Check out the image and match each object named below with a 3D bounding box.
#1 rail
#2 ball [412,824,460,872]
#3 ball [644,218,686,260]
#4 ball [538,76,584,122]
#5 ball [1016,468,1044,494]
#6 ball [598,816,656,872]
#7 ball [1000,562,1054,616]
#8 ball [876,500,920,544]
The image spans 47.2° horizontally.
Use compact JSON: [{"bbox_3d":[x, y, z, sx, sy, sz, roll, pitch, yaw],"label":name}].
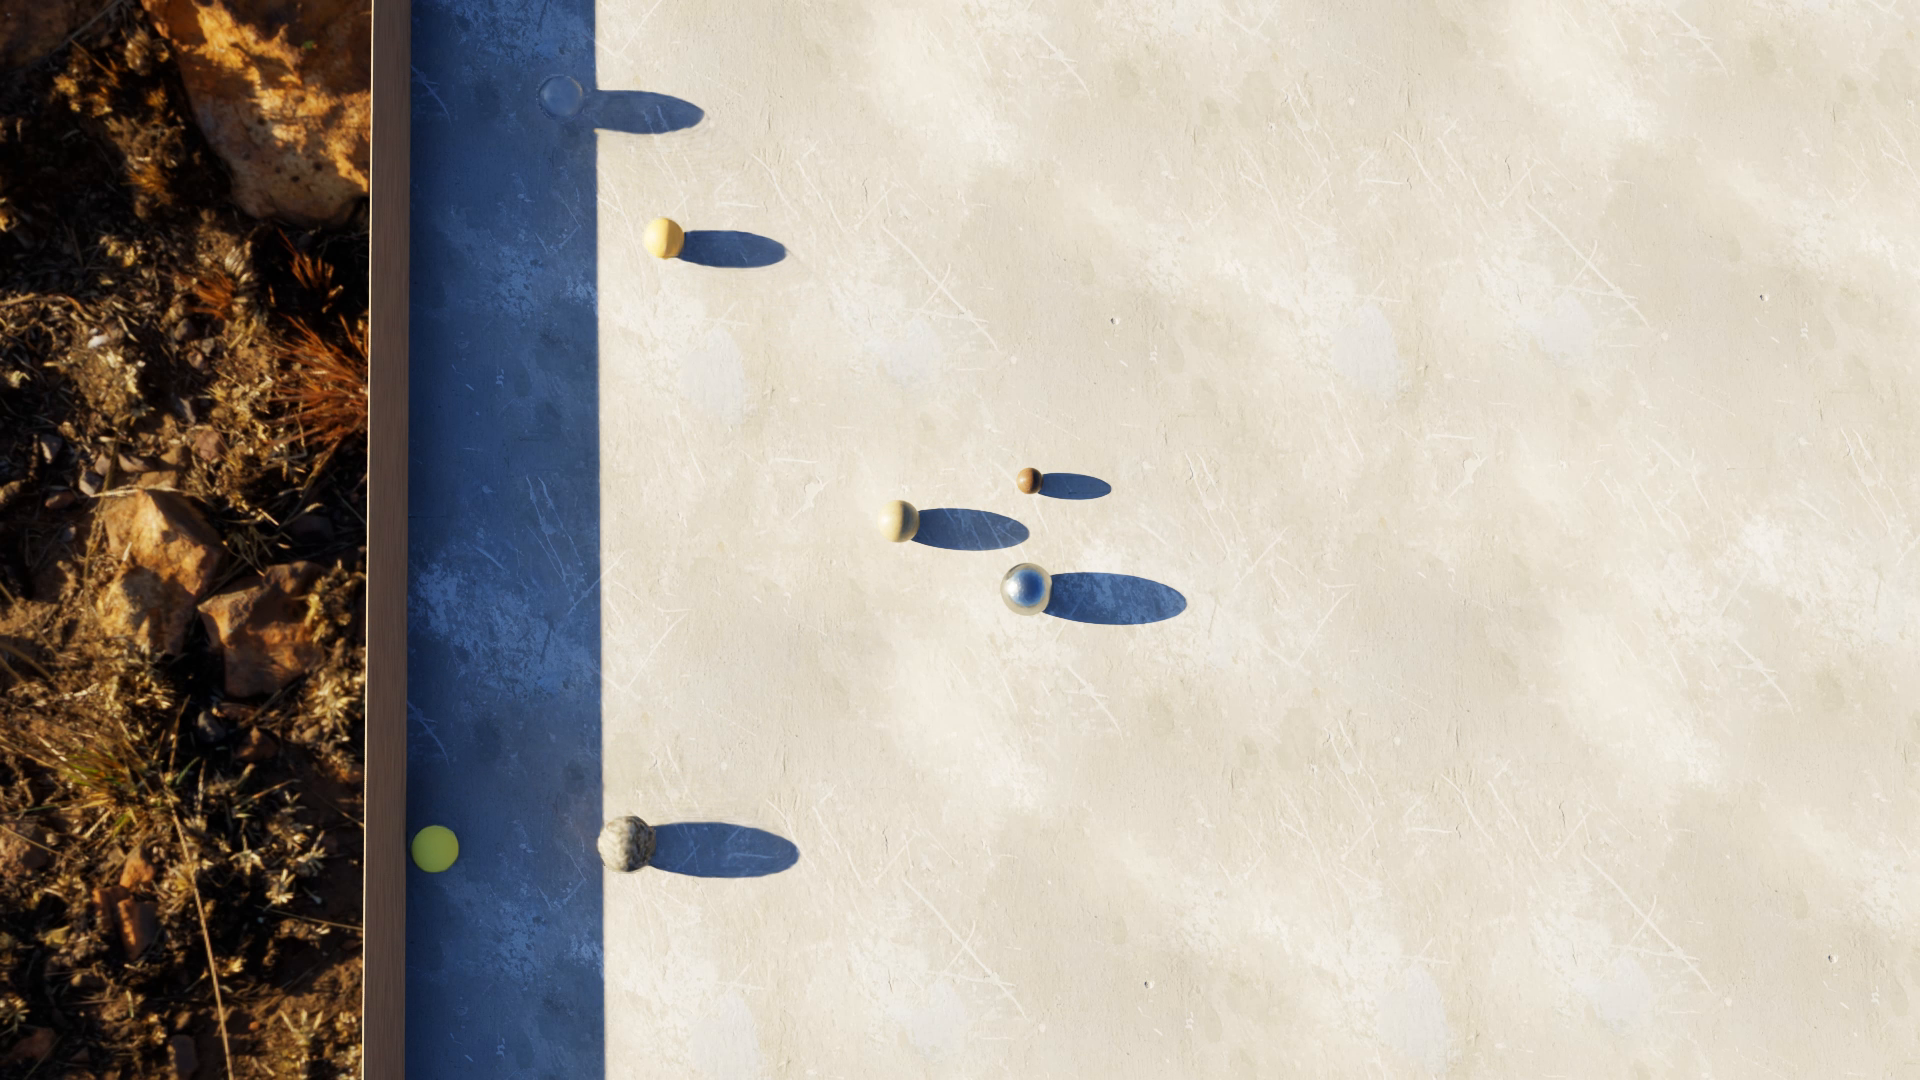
[{"bbox_3d":[-0.841,0.027,3.258,0.045,0.107,1.962,-2,80,0],"label":"rail"},{"bbox_3d":[-0.765,0.449,3.205,0.068,0.068,0.068,0,80,0],"label":"ball"},{"bbox_3d":[-0.452,-0.461,3.367,0.062,0.062,0.062,0,80,0],"label":"ball"},{"bbox_3d":[-0.616,-0.682,3.401,0.072,0.072,0.072,0,80,0],"label":"ball"},{"bbox_3d":[0.105,-0.089,3.313,0.042,0.042,0.042,0,80,0],"label":"ball"},{"bbox_3d":[-0.484,0.442,3.199,0.083,0.083,0.083,0,80,0],"label":"ball"},{"bbox_3d":[0.100,0.073,3.265,0.080,0.080,0.080,0,80,0],"label":"ball"},{"bbox_3d":[-0.092,-0.028,3.290,0.065,0.065,0.065,0,80,0],"label":"ball"}]
